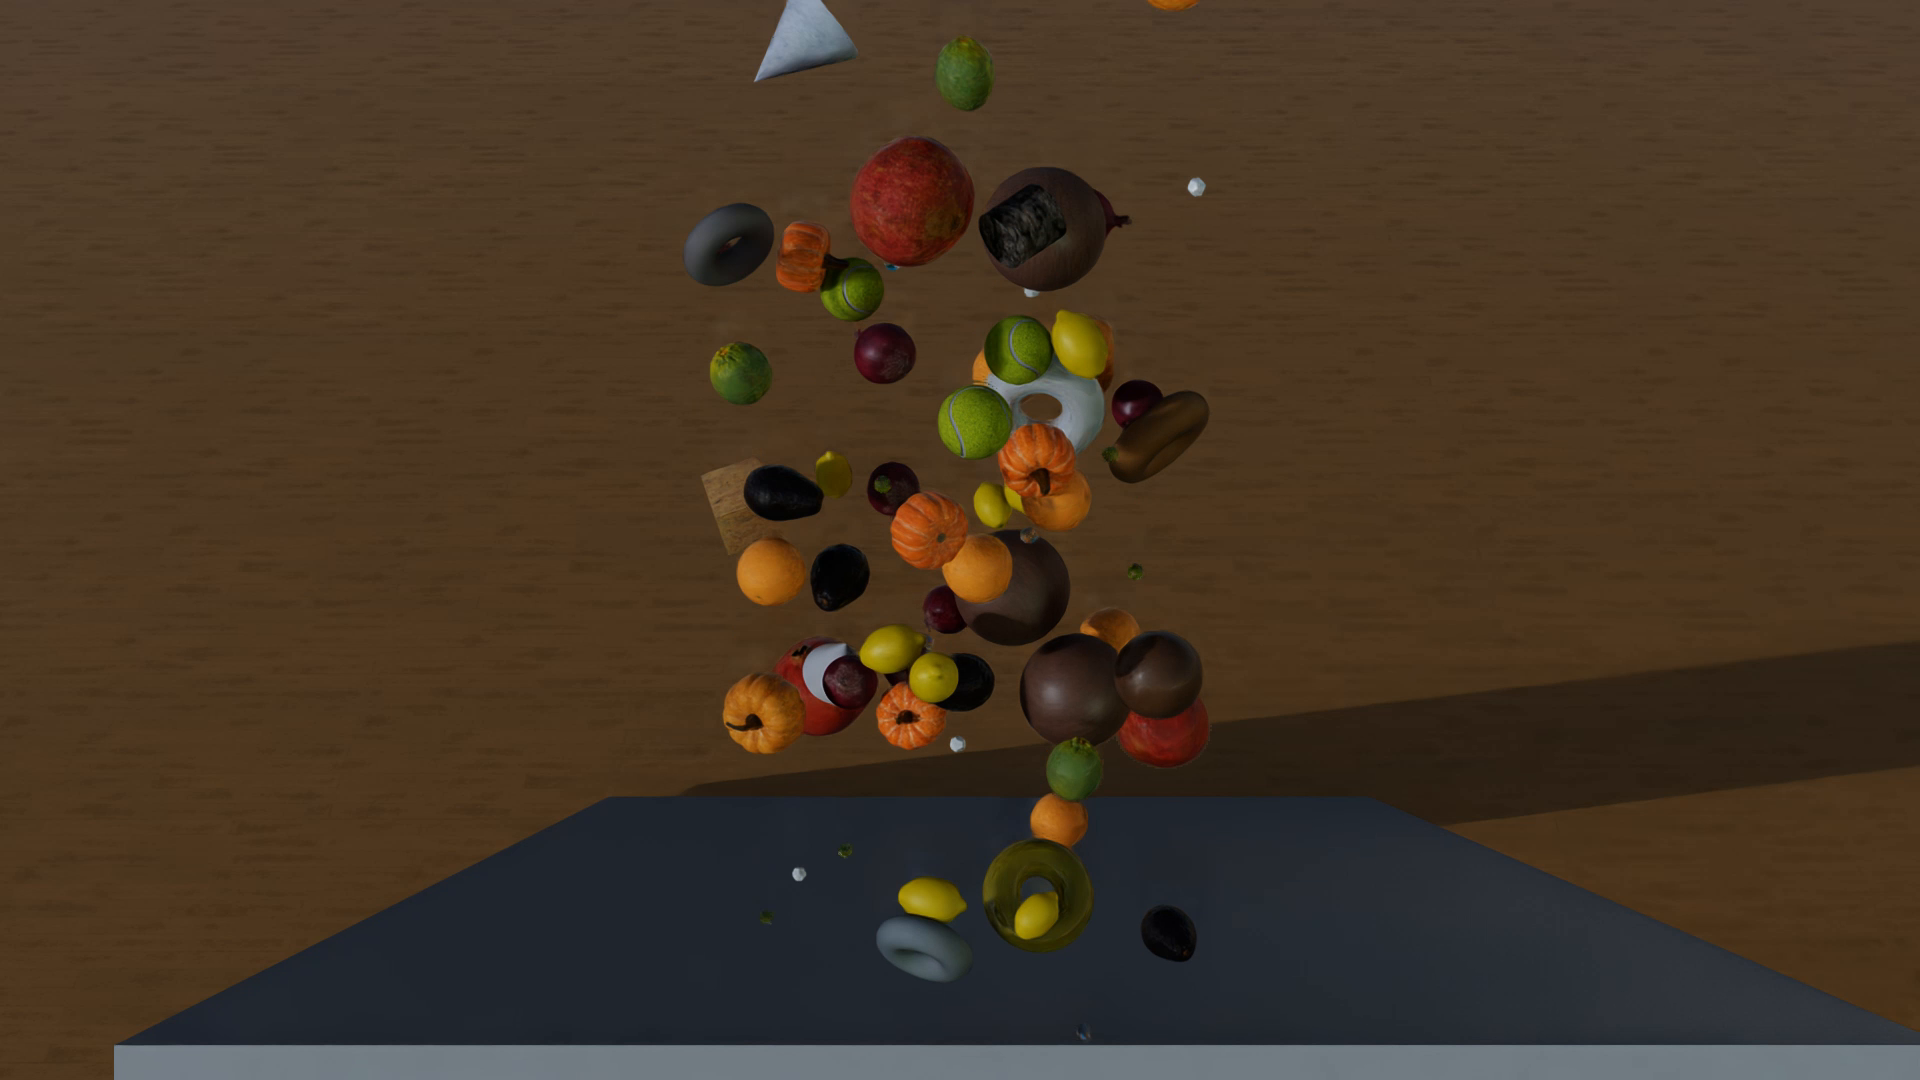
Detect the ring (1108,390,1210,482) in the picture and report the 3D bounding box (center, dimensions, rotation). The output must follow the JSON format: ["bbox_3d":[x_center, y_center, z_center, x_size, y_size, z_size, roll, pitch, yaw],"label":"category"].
[{"bbox_3d":[0.218,-0.113,2.842,0.130,0.130,0.043,-30,73,-35],"label":"ring"}]

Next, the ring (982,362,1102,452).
[{"bbox_3d":[0.084,-0.136,2.668,0.131,0.131,0.044,13,64,18],"label":"ring"}]

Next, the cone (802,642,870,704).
[{"bbox_3d":[-0.133,0.133,2.911,0.078,0.078,0.078,5,61,-9],"label":"cone"}]

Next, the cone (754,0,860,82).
[{"bbox_3d":[-0.173,-0.501,2.658,0.100,0.100,0.100,-41,44,-3],"label":"cone"}]

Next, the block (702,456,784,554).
[{"bbox_3d":[-0.247,-0.039,2.947,0.068,0.068,0.068,-19,51,-4],"label":"block"}]

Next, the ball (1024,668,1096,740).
[{"bbox_3d":[0.123,0.199,3.166,0.088,0.088,0.088,0,35,0],"label":"ball"}]

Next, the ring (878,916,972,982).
[{"bbox_3d":[-0.037,0.436,2.772,0.109,0.109,0.036,12,59,17],"label":"ring"}]

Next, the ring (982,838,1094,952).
[{"bbox_3d":[0.087,0.394,2.883,0.128,0.043,0.128,5,72,-14],"label":"ring"}]

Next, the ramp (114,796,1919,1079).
[{"bbox_3d":[0.077,0.663,4.831,2.000,0.100,4.000,0,-2,0],"label":"ramp"}]

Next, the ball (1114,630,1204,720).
[{"bbox_3d":[0.212,0.144,2.774,0.096,0.096,0.096,0,35,0],"label":"ball"}]

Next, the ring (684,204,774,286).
[{"bbox_3d":[-0.237,-0.302,2.661,0.101,0.101,0.034,-20,58,-26],"label":"ring"}]

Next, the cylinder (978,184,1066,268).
[{"bbox_3d":[0.058,-0.291,2.407,0.057,0.057,0.057,-36,47,-21],"label":"cylinder"}]
